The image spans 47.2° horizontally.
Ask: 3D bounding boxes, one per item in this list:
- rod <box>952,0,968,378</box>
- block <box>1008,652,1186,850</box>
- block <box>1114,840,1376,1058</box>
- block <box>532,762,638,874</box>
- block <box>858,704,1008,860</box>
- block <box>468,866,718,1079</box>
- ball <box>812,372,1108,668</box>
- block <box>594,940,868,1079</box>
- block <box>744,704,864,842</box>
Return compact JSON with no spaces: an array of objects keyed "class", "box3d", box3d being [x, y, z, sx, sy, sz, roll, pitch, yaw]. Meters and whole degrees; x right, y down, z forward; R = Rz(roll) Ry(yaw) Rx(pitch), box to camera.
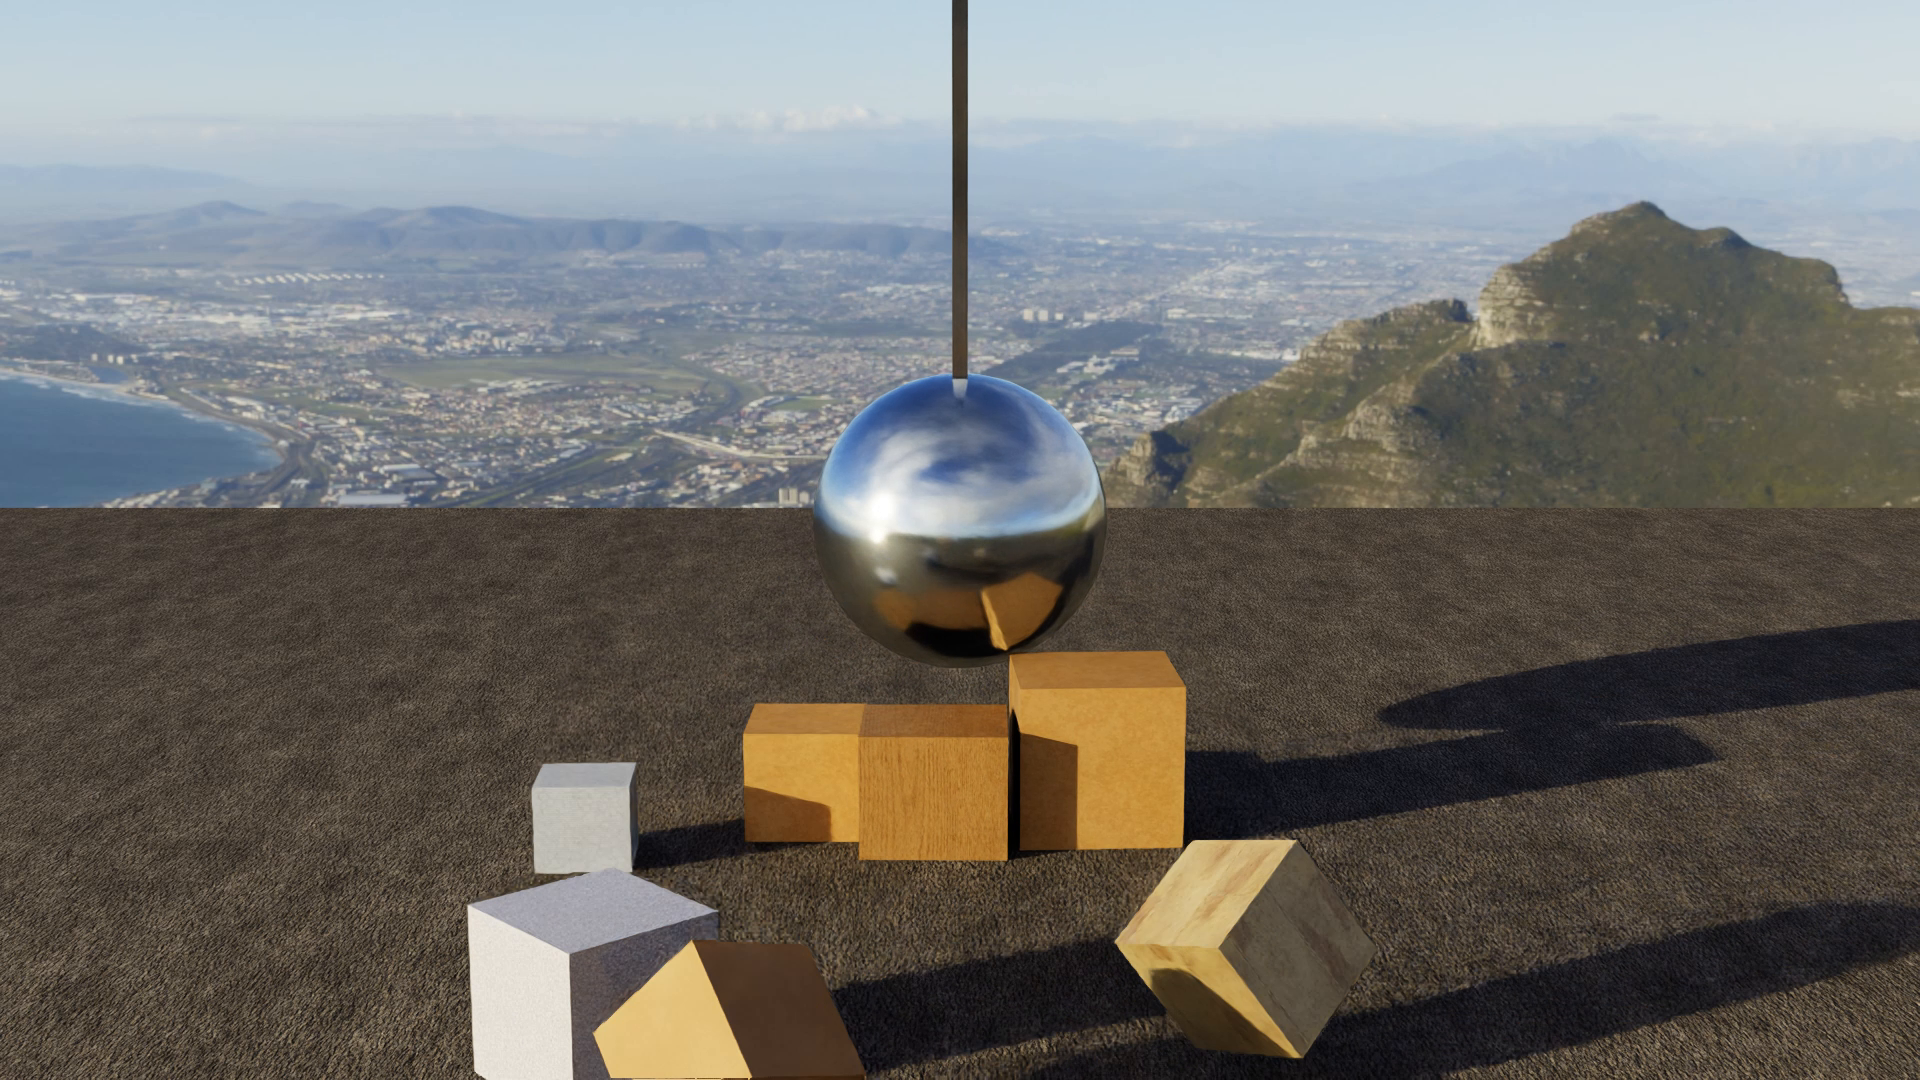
[{"class":"rod","box3d":[0.000,-3.349,10.900,0.080,5.200,0.080,0,17,0]},{"class":"block","box3d":[0.692,1.072,11.346,0.823,0.831,0.785,0,10,-3]},{"class":"block","box3d":[1.079,1.538,8.329,0.551,0.570,0.594,-47,20,-30]},{"class":"block","box3d":[-1.842,1.367,10.845,0.466,0.430,0.417,-1,10,-3]},{"class":"block","box3d":[-0.129,1.217,11.118,0.733,0.628,0.632,0,10,1]},{"class":"block","box3d":[-1.378,1.708,8.296,0.650,0.671,0.690,-9,14,-42]},{"class":"ball","box3d":[0.000,-0.105,11.918,1.600,1.600,1.600,0,10,0]},{"class":"block","box3d":[-0.775,1.731,7.411,0.563,0.546,0.519,16,37,-50]},{"class":"block","box3d":[-0.791,1.198,11.399,0.593,0.564,0.612,0,10,0]}]
